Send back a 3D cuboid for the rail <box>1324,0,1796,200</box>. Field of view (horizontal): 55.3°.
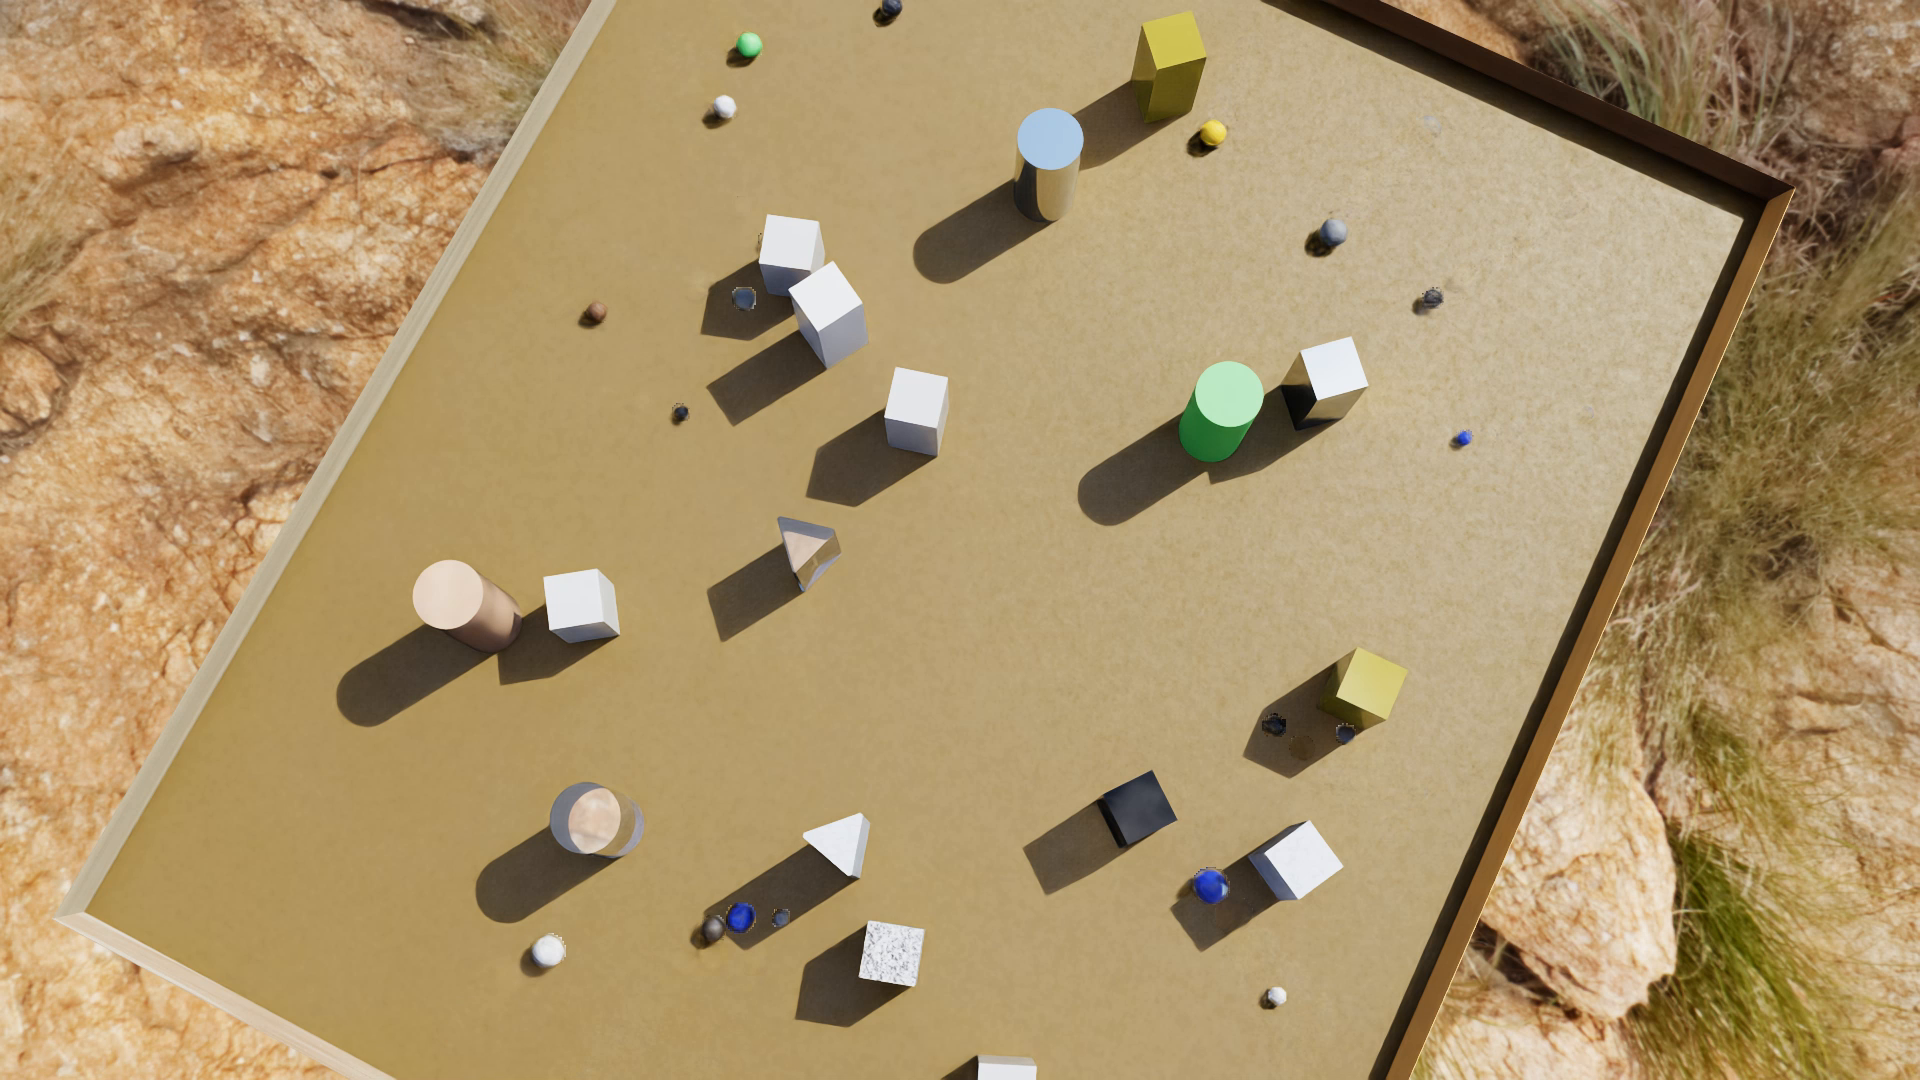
[{"bbox_3d":[0.958,-1.870,5.937,3.665,0.128,0.045,26,80,5],"label":"rail"}]

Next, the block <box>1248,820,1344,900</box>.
[{"bbox_3d":[0.960,0.924,5.267,0.157,0.311,0.157,-35,80,-7],"label":"block"}]

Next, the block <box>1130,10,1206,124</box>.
[{"bbox_3d":[0.648,-1.473,5.726,0.157,0.383,0.157,-15,79,-3],"label":"block"}]

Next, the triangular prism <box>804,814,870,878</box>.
[{"bbox_3d":[-0.317,0.849,5.222,0.170,0.429,0.147,40,81,8],"label":"triangular prism"}]

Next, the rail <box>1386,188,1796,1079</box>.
[{"bbox_3d":[1.618,0.799,5.385,0.045,0.128,4.332,26,80,5],"label":"rail"}]

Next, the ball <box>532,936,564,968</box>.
[{"bbox_3d":[-1.197,1.196,5.322,0.091,0.091,0.091,0,78,0],"label":"ball"}]

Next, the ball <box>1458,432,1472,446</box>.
[{"bbox_3d":[1.558,-0.313,5.659,0.043,0.043,0.043,0,78,0],"label":"ball"}]

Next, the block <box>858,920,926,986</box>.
[{"bbox_3d":[-0.192,1.179,5.239,0.157,0.262,0.157,9,78,2],"label":"block"}]

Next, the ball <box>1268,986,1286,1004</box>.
[{"bbox_3d":[0.921,1.322,5.316,0.052,0.052,0.052,0,78,0],"label":"ball"}]

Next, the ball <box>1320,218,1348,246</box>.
[{"bbox_3d":[1.178,-0.969,5.772,0.087,0.087,0.087,0,78,0],"label":"ball"}]

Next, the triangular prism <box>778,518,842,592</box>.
[{"bbox_3d":[-0.473,0.016,5.450,0.147,0.321,0.170,43,81,8],"label":"triangular prism"}]

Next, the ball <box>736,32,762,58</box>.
[{"bbox_3d":[-0.679,-1.595,5.906,0.080,0.080,0.080,0,78,0],"label":"ball"}]

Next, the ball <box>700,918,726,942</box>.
[{"bbox_3d":[-0.721,1.137,5.345,0.070,0.070,0.070,0,78,0],"label":"ball"}]

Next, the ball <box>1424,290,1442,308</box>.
[{"bbox_3d":[1.482,-0.756,5.742,0.060,0.060,0.060,0,78,0],"label":"ball"}]

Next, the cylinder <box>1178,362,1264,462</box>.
[{"bbox_3d":[0.776,-0.379,5.482,0.196,0.416,0.196,0,78,0],"label":"cylinder"}]

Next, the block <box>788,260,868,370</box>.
[{"bbox_3d":[-0.395,-0.677,5.562,0.157,0.381,0.157,-34,80,-7],"label":"block"}]

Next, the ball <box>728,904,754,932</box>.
[{"bbox_3d":[-0.640,1.104,5.350,0.075,0.075,0.075,0,78,0],"label":"ball"}]

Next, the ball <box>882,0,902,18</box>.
[{"bbox_3d":[-0.220,-1.729,5.939,0.069,0.069,0.069,0,78,0],"label":"ball"}]

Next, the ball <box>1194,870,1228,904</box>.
[{"bbox_3d":[0.734,1.014,5.357,0.097,0.097,0.097,0,78,0],"label":"ball"}]

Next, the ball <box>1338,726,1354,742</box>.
[{"bbox_3d":[1.153,0.581,5.471,0.049,0.049,0.049,0,78,0],"label":"ball"}]

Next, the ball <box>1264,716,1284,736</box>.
[{"bbox_3d":[0.939,0.556,5.471,0.060,0.060,0.060,0,78,0],"label":"ball"}]

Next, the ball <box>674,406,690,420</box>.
[{"bbox_3d":[-0.861,-0.394,5.676,0.044,0.044,0.044,0,78,0],"label":"ball"}]

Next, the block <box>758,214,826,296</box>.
[{"bbox_3d":[-0.516,-0.869,5.656,0.157,0.276,0.157,8,78,2],"label":"block"}]

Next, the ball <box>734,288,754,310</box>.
[{"bbox_3d":[-0.676,-0.756,5.740,0.064,0.064,0.064,0,78,0],"label":"ball"}]

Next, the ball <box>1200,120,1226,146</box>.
[{"bbox_3d":[0.807,-1.297,5.843,0.082,0.082,0.082,0,78,0],"label":"ball"}]

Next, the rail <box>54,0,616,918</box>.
[{"bbox_3d":[-1.618,-0.785,5.713,0.045,0.128,4.332,26,80,5],"label":"rail"}]

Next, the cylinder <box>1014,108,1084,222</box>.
[{"bbox_3d":[0.268,-1.147,5.639,0.196,0.421,0.196,0,78,0],"label":"cylinder"}]

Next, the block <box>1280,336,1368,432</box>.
[{"bbox_3d":[1.096,-0.467,5.534,0.157,0.351,0.157,-16,79,-3],"label":"block"}]

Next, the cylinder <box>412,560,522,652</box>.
[{"bbox_3d":[-1.428,0.199,5.338,0.196,0.464,0.196,0,78,0],"label":"cylinder"}]

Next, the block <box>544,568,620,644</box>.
[{"bbox_3d":[-1.120,0.198,5.440,0.157,0.265,0.157,-9,78,-2],"label":"block"}]

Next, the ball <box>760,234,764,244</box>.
[{"bbox_3d":[-0.607,-0.946,5.789,0.046,0.046,0.046,0,78,0],"label":"ball"}]

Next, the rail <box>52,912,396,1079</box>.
[{"bbox_3d":[-0.958,1.883,5.161,3.665,0.128,0.045,26,80,5],"label":"rail"}]

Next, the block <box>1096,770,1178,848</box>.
[{"bbox_3d":[0.508,0.782,5.308,0.157,0.288,0.157,-26,79,-5],"label":"block"}]

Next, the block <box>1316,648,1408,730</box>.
[{"bbox_3d":[1.175,0.439,5.373,0.157,0.300,0.157,25,79,5],"label":"block"}]

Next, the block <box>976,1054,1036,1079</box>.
[{"bbox_3d":[0.126,1.538,5.132,0.157,0.325,0.157,3,78,1],"label":"block"}]

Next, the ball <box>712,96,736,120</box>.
[{"bbox_3d":[-0.754,-1.385,5.866,0.073,0.073,0.073,0,78,0],"label":"ball"}]

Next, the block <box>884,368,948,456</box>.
[{"bbox_3d":[-0.128,-0.383,5.525,0.157,0.335,0.157,12,79,2],"label":"block"}]

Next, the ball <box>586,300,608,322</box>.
[{"bbox_3d":[-1.135,-0.716,5.732,0.063,0.063,0.063,0,78,0],"label":"ball"}]

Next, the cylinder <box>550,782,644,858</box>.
[{"bbox_3d":[-1.035,0.806,5.250,0.196,0.390,0.196,0,78,0],"label":"cylinder"}]

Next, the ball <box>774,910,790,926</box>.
[{"bbox_3d":[-0.522,1.108,5.365,0.045,0.045,0.045,0,78,0],"label":"ball"}]
